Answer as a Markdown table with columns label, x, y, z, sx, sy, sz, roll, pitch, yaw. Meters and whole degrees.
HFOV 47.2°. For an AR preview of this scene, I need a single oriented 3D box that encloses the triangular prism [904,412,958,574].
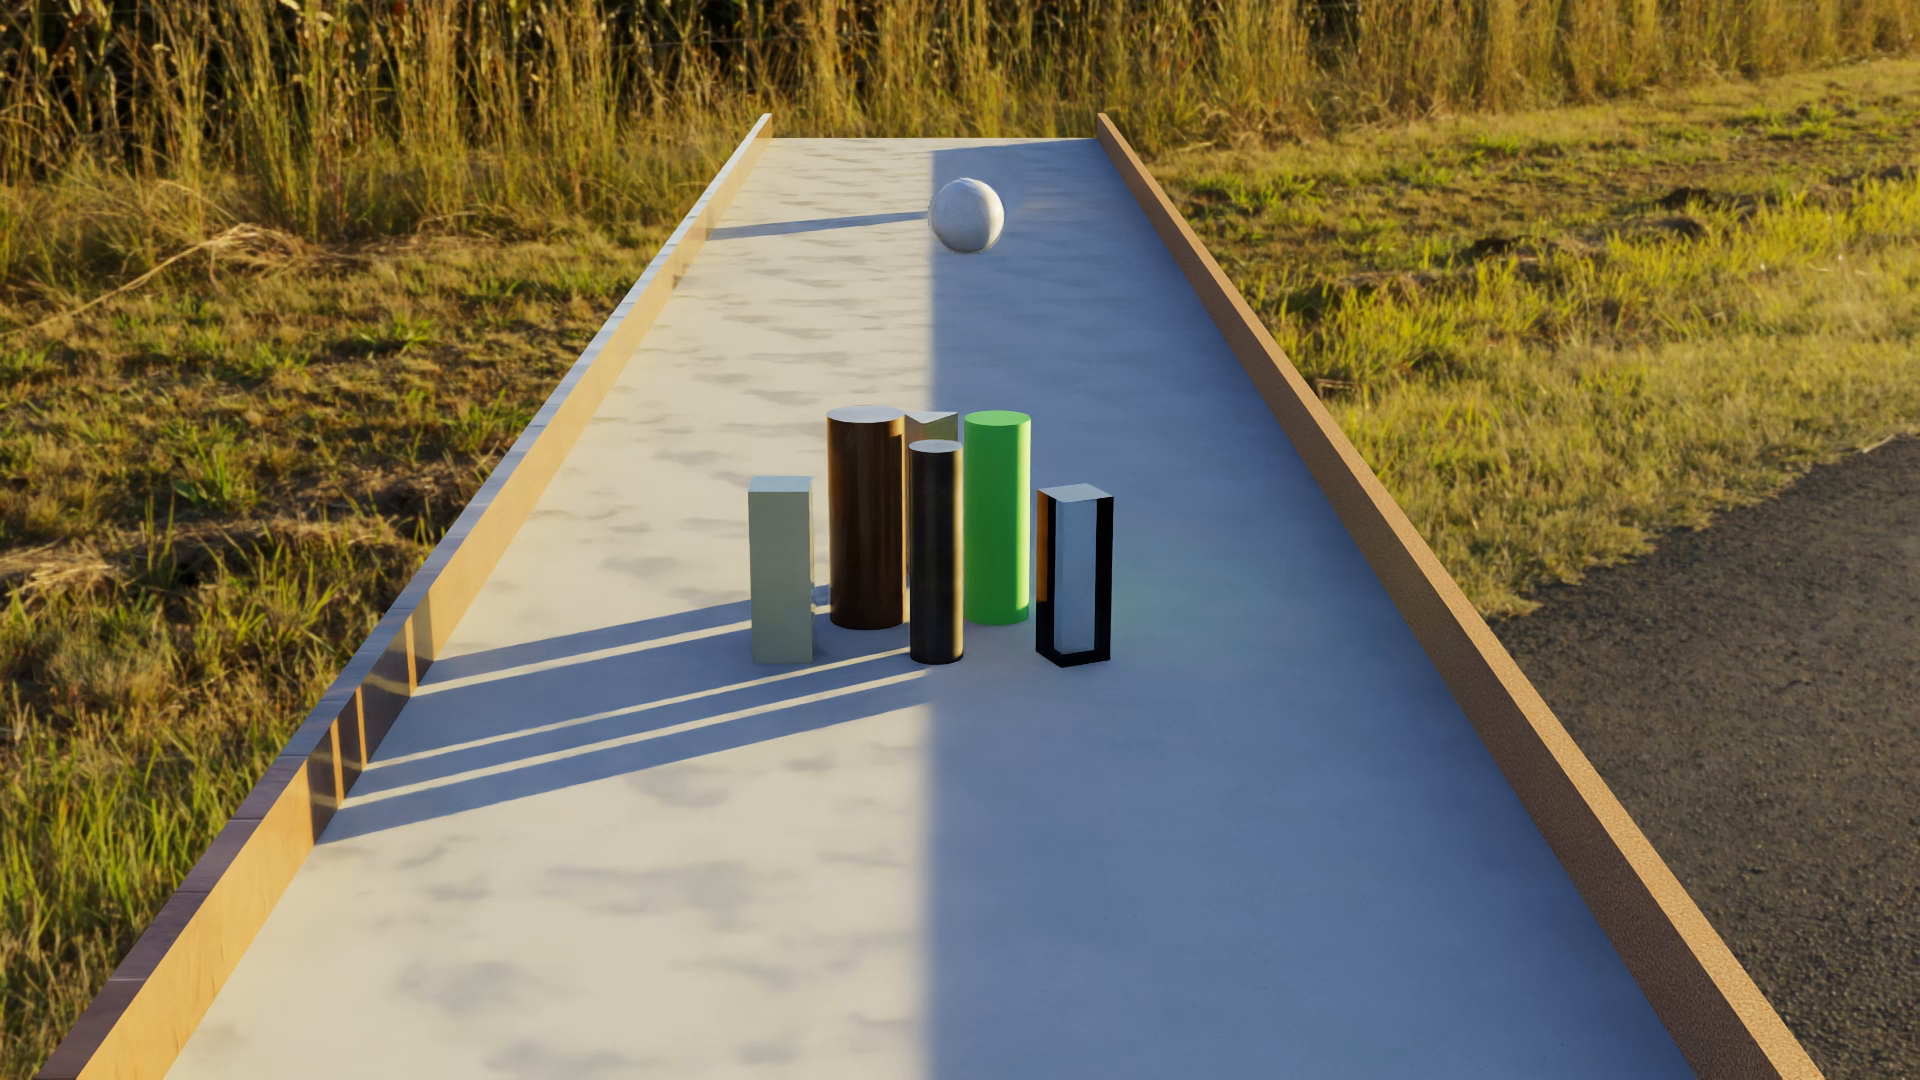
| label | x | y | z | sx | sy | sz | roll | pitch | yaw |
| --- | --- | --- | --- | --- | --- | --- | --- | --- | --- |
| triangular prism | -0.087 | -0.101 | 4.917 | 0.110 | 0.369 | 0.126 | 12 | 20 | 34 |

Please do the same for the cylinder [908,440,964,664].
| label | x | y | z | sx | sy | sz | roll | pitch | yaw |
| --- | --- | --- | --- | --- | --- | --- | --- | --- | --- |
| cylinder | -0.047 | 0.025 | 4.377 | 0.107 | 0.437 | 0.107 | 0 | 17 | 0 |

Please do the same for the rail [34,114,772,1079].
| label | x | y | z | sx | sy | sz | roll | pitch | yaw |
| --- | --- | --- | --- | --- | --- | --- | --- | --- | --- |
| rail | -1.118 | -0.838 | 7.780 | 0.050 | 0.150 | 12.000 | 0 | 17 | -1 |

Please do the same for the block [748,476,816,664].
| label | x | y | z | sx | sy | sz | roll | pitch | yaw |
| --- | --- | --- | --- | --- | --- | --- | --- | --- | --- |
| block | -0.355 | 0.059 | 4.405 | 0.119 | 0.355 | 0.119 | 0 | 17 | 0 |

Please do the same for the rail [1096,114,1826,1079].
| label | x | y | z | sx | sy | sz | roll | pitch | yaw |
| --- | --- | --- | --- | --- | --- | --- | --- | --- | --- |
| rail | 0.932 | -0.844 | 7.801 | 0.050 | 0.150 | 12.000 | 0 | 17 | -1 |

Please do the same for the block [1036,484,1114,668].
| label | x | y | z | sx | sy | sz | roll | pitch | yaw |
| --- | --- | --- | --- | --- | --- | --- | --- | --- | --- |
| block | 0.228 | 0.070 | 4.394 | 0.112 | 0.341 | 0.112 | -8 | 18 | -24 |

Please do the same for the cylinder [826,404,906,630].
| label | x | y | z | sx | sy | sz | roll | pitch | yaw |
| --- | --- | --- | --- | --- | --- | --- | --- | --- | --- |
| cylinder | -0.195 | -0.048 | 4.606 | 0.162 | 0.445 | 0.162 | 0 | 17 | 0 |

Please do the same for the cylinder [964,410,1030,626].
| label | x | y | z | sx | sy | sz | roll | pitch | yaw |
| --- | --- | --- | --- | --- | --- | --- | --- | --- | --- |
| cylinder | 0.078 | -0.047 | 4.627 | 0.137 | 0.432 | 0.137 | 0 | 17 | 0 |

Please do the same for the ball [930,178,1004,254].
| label | x | y | z | sx | sy | sz | roll | pitch | yaw |
| --- | --- | --- | --- | --- | --- | --- | --- | --- | --- |
| ball | 0.029 | -1.366 | 9.272 | 0.313 | 0.313 | 0.313 | 0 | 17 | 0 |
